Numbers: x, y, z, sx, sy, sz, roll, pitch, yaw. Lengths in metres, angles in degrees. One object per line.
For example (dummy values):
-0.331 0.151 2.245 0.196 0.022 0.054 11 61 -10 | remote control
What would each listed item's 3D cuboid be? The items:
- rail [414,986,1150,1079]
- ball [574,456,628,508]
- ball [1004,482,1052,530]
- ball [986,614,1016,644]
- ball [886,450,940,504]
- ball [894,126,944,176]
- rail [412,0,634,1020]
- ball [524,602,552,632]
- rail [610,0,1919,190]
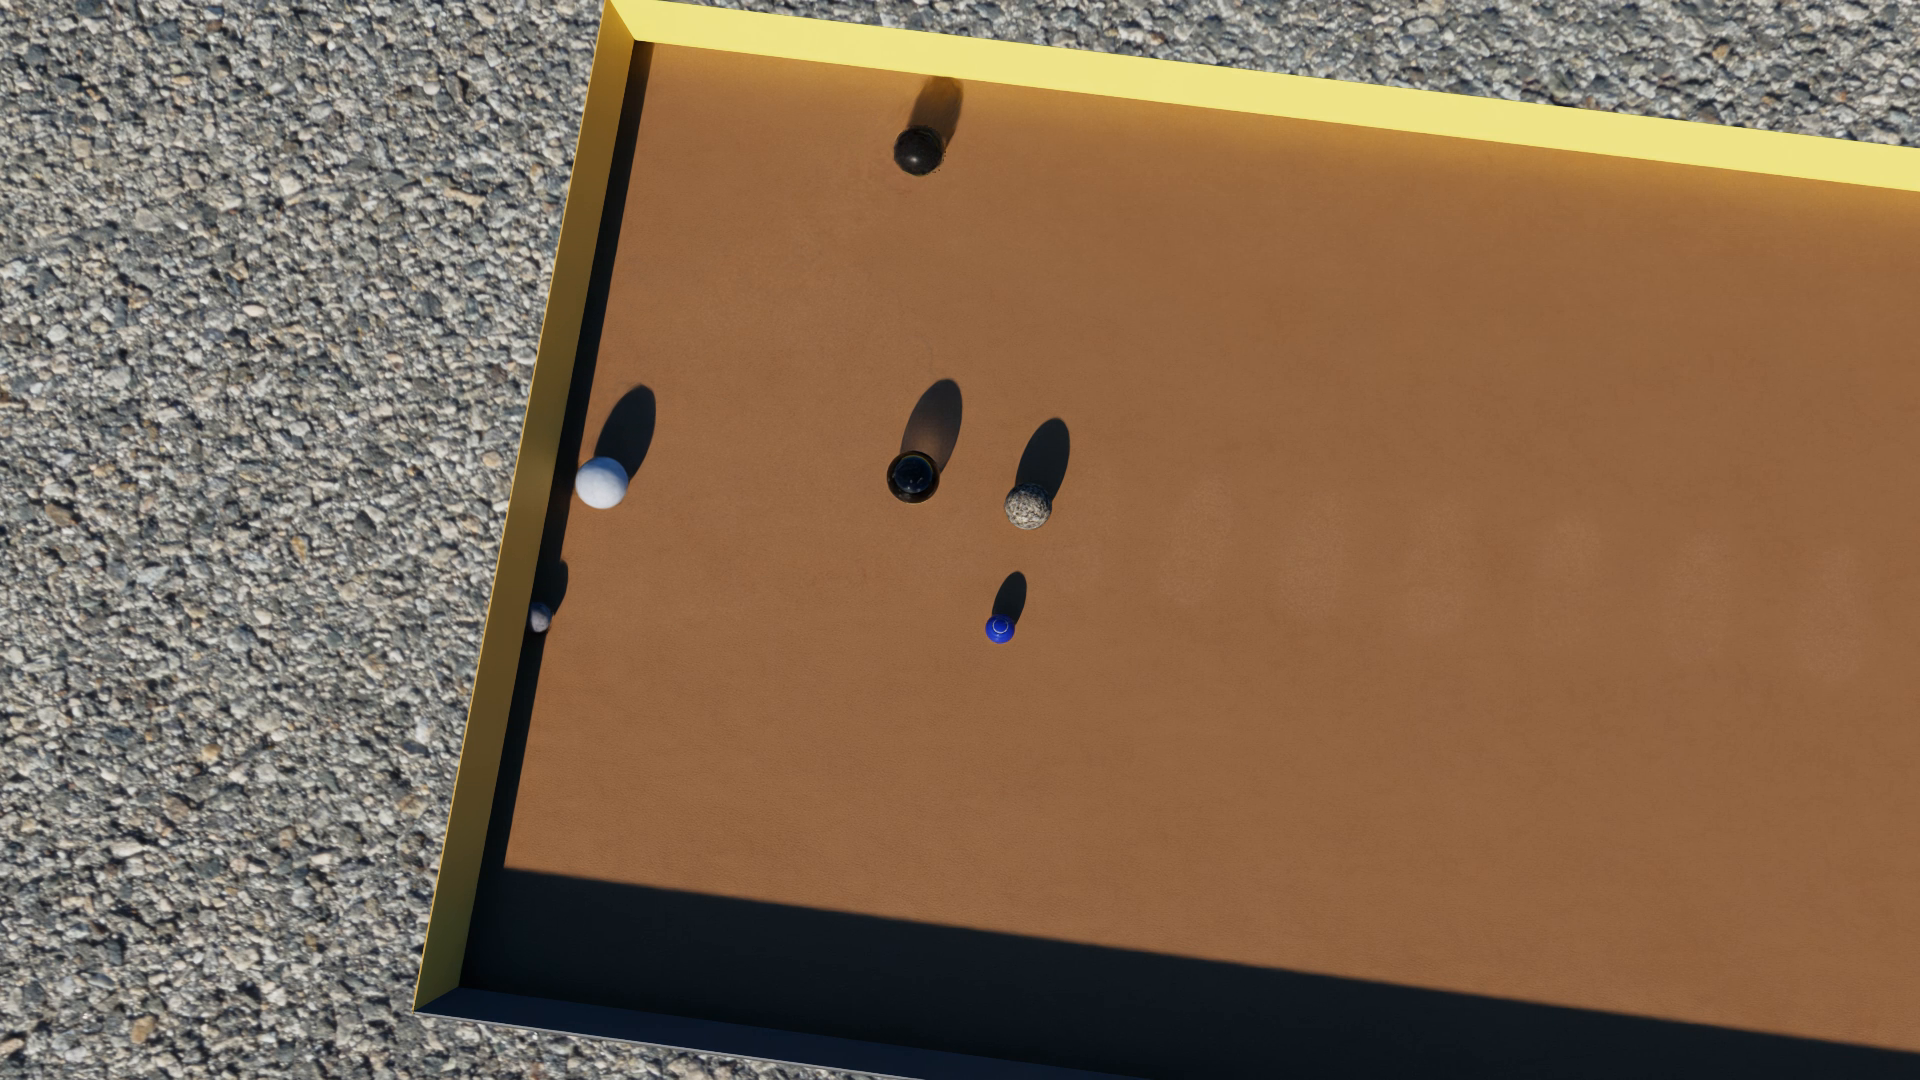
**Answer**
0.569 0.825 3.107 2.698 0.108 0.045 7 75 2 | rail
-0.549 -0.088 3.369 0.081 0.081 0.081 0 75 0 | ball
0.105 -0.052 3.363 0.073 0.073 0.073 0 75 0 | ball
0.061 0.134 3.327 0.046 0.046 0.046 0 75 0 | ball
-0.072 -0.096 3.370 0.083 0.083 0.083 0 75 0 | ball
-0.067 -0.621 3.513 0.080 0.080 0.080 0 75 0 | ball
-0.646 -0.086 3.353 0.045 0.108 1.607 7 75 2 | rail
-0.642 0.117 3.331 0.047 0.047 0.047 0 75 0 | ball
0.769 -0.669 3.511 2.698 0.108 0.045 7 75 2 | rail
